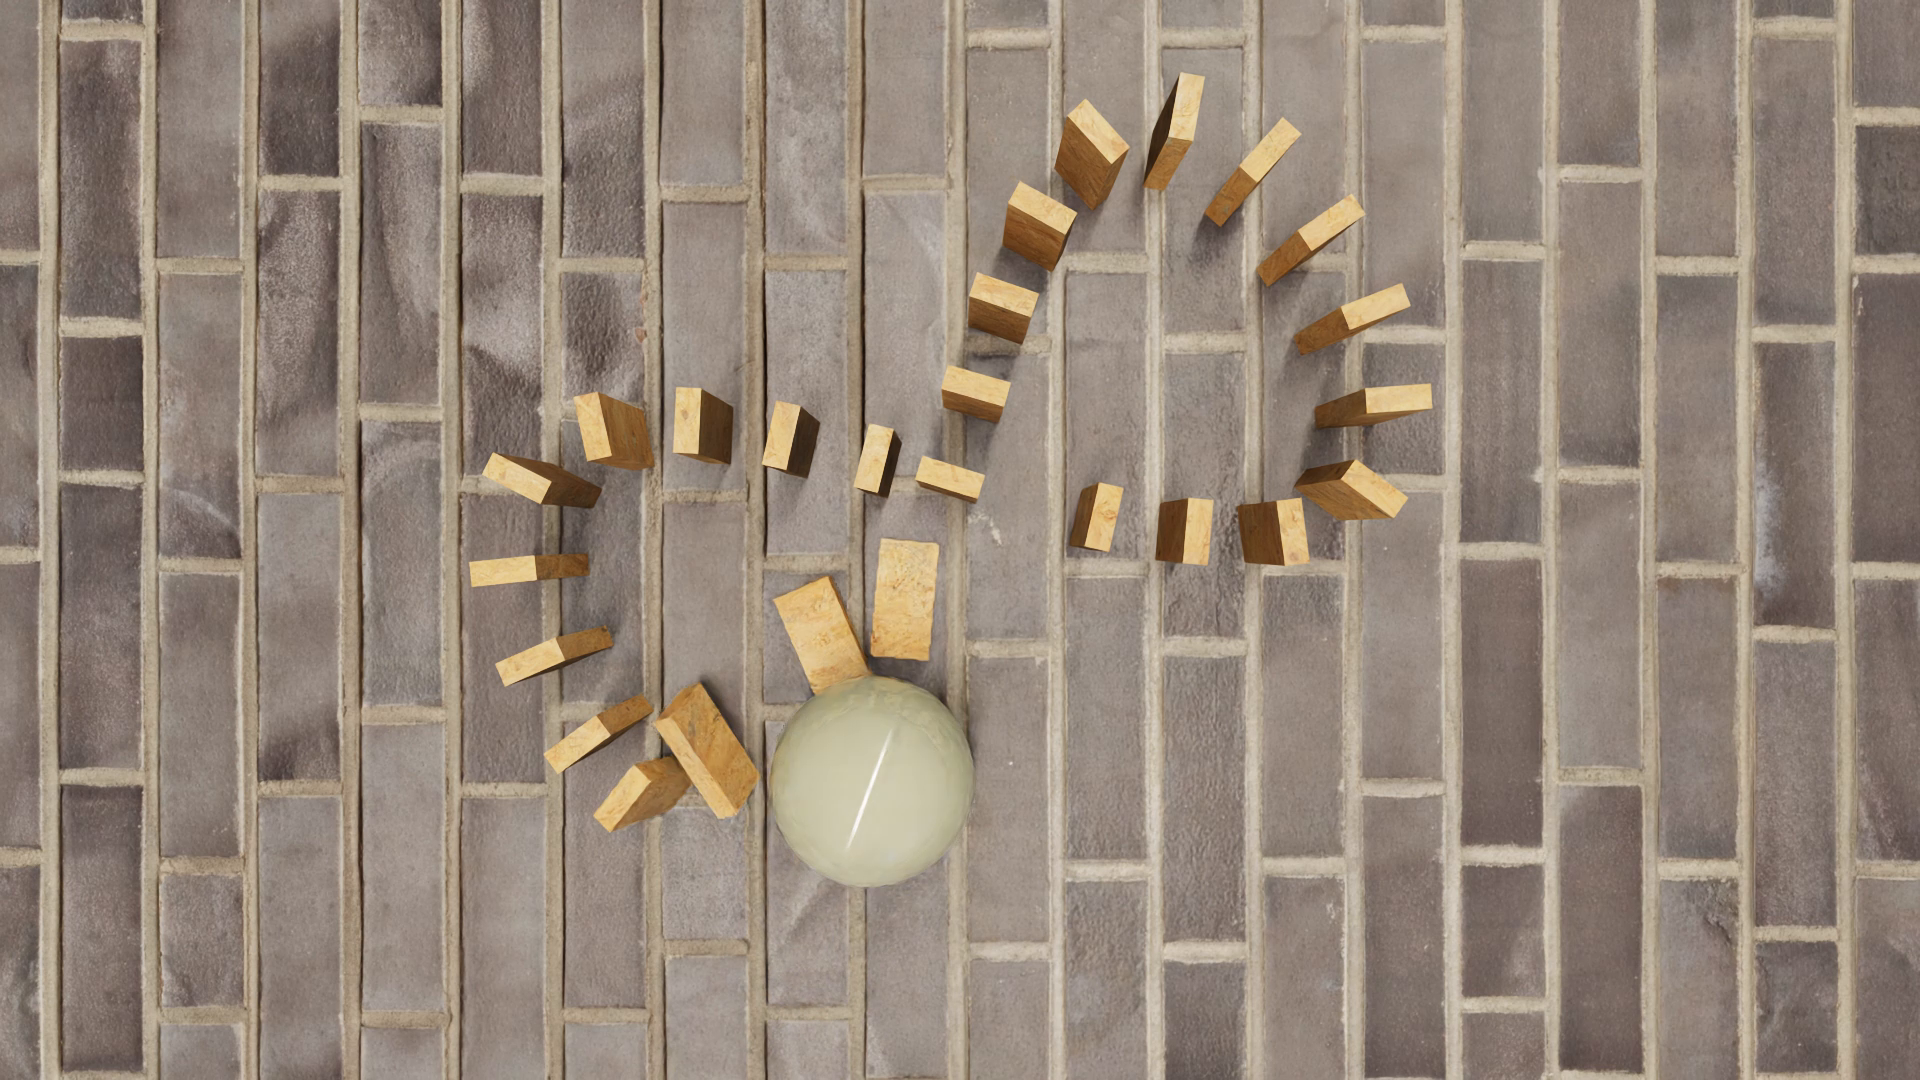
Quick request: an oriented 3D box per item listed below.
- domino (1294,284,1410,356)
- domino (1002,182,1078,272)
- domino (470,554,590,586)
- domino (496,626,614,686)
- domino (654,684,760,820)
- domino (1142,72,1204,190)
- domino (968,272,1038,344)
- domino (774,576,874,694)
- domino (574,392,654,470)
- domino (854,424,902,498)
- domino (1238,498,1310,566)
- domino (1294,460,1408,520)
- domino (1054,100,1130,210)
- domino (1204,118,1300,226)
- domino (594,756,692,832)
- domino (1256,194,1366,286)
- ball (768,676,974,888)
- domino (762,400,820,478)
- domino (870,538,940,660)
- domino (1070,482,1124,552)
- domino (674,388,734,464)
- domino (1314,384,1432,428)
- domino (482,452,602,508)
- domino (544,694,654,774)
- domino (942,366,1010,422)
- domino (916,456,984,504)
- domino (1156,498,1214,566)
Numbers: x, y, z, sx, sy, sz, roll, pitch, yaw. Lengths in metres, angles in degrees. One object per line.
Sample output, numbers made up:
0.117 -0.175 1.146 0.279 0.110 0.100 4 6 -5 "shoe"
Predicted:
0.159 -0.089 0.375 0.025 0.050 0.010 -21 90 0 "domino"
0.032 -0.127 0.375 0.025 0.050 0.010 29 90 0 "domino"
-0.175 0.012 0.375 0.025 0.050 0.009 -6 90 0 "domino"
-0.164 0.047 0.375 0.025 0.050 0.010 -24 90 0 "domino"
-0.104 0.087 0.380 0.010 0.025 0.050 -22 107 20 "domino"
0.087 -0.166 0.375 0.009 0.050 0.025 10 90 0 "domino"
0.017 -0.094 0.375 0.025 0.050 0.010 19 90 0 "domino"
-0.058 0.043 0.396 0.025 0.009 0.050 -24 89 -1 "domino"
-0.140 -0.043 0.375 0.010 0.050 0.025 -12 90 0 "domino"
-0.033 -0.031 0.375 0.009 0.050 0.025 14 90 0 "domino"
0.127 -0.003 0.375 0.010 0.050 0.025 -7 90 0 "domino"
0.158 -0.020 0.375 0.025 0.050 0.010 36 90 0 "domino"
0.053 -0.156 0.375 0.009 0.050 0.025 -42 90 0 "domino"
0.118 -0.149 0.375 0.009 0.050 0.025 42 90 0 "domino"
-0.125 0.102 0.375 0.010 0.050 0.025 39 90 11 "domino"
0.142 -0.121 0.375 0.025 0.050 0.010 -34 90 0 "domino"
-0.034 0.094 0.360 0.080 0.080 0.080 0 90 0 "ball"
-0.068 -0.040 0.375 0.010 0.050 0.025 13 90 0 "domino"
-0.024 0.025 0.395 0.025 0.009 0.050 5 90 0 "domino"
0.055 -0.009 0.375 0.009 0.050 0.025 13 90 0 "domino"
-0.104 -0.046 0.375 0.010 0.050 0.025 3 90 0 "domino"
0.168 -0.054 0.375 0.025 0.050 0.010 -4 90 0 "domino"
-0.169 -0.024 0.375 0.025 0.050 0.010 27 90 0 "domino"
-0.146 0.078 0.375 0.025 0.050 0.010 -36 90 0 "domino"
0.006 -0.059 0.375 0.025 0.050 0.009 16 90 0 "domino"
-0.004 -0.024 0.375 0.025 0.050 0.009 17 90 0 "domino"
0.091 -0.003 0.375 0.009 0.050 0.025 5 90 0 "domino"
